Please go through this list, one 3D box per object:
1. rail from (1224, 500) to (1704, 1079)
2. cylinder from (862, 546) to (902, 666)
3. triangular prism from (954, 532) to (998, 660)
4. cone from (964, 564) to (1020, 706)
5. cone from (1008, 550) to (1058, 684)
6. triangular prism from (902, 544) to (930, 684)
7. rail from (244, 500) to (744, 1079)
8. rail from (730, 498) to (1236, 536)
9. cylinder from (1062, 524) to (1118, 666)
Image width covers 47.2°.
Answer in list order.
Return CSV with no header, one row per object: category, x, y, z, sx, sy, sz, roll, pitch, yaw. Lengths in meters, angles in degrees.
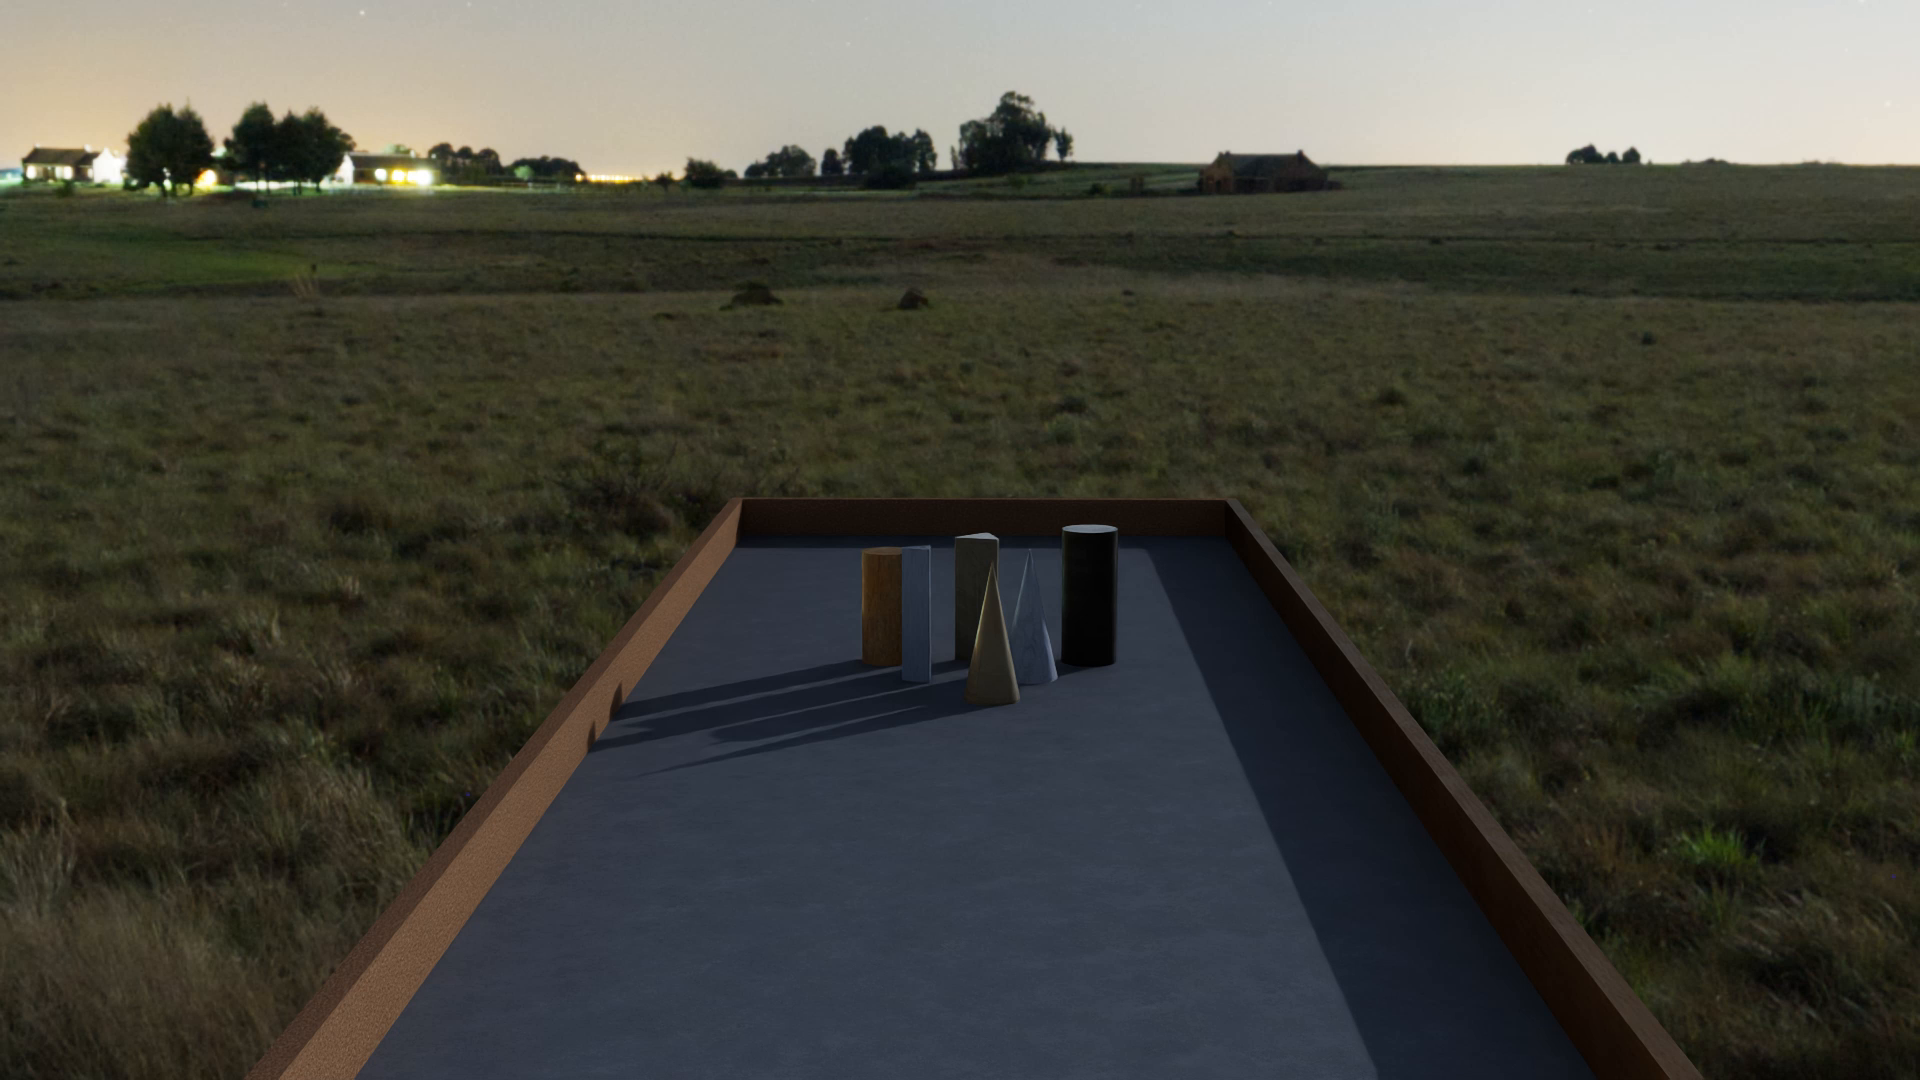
rail,1.046,0.843,3.208,0.050,0.150,12.000,0,9,1
cylinder,-0.220,0.200,6.665,0.153,0.339,0.153,0,9,0
triangular prism,0.066,0.173,6.714,0.136,0.378,0.118,3,9,16
cone,0.090,0.250,6.154,0.162,0.400,0.162,0,9,0
cone,0.203,0.212,6.433,0.169,0.388,0.169,0,9,0
triangular prism,-0.109,0.213,6.411,0.093,0.392,0.080,5,11,31
rail,-1.004,0.839,3.234,0.050,0.150,12.000,0,9,1
rail,0.099,-0.098,9.147,2.100,0.150,0.050,0,9,1
cylinder,0.392,0.167,6.657,0.168,0.407,0.168,0,9,0
